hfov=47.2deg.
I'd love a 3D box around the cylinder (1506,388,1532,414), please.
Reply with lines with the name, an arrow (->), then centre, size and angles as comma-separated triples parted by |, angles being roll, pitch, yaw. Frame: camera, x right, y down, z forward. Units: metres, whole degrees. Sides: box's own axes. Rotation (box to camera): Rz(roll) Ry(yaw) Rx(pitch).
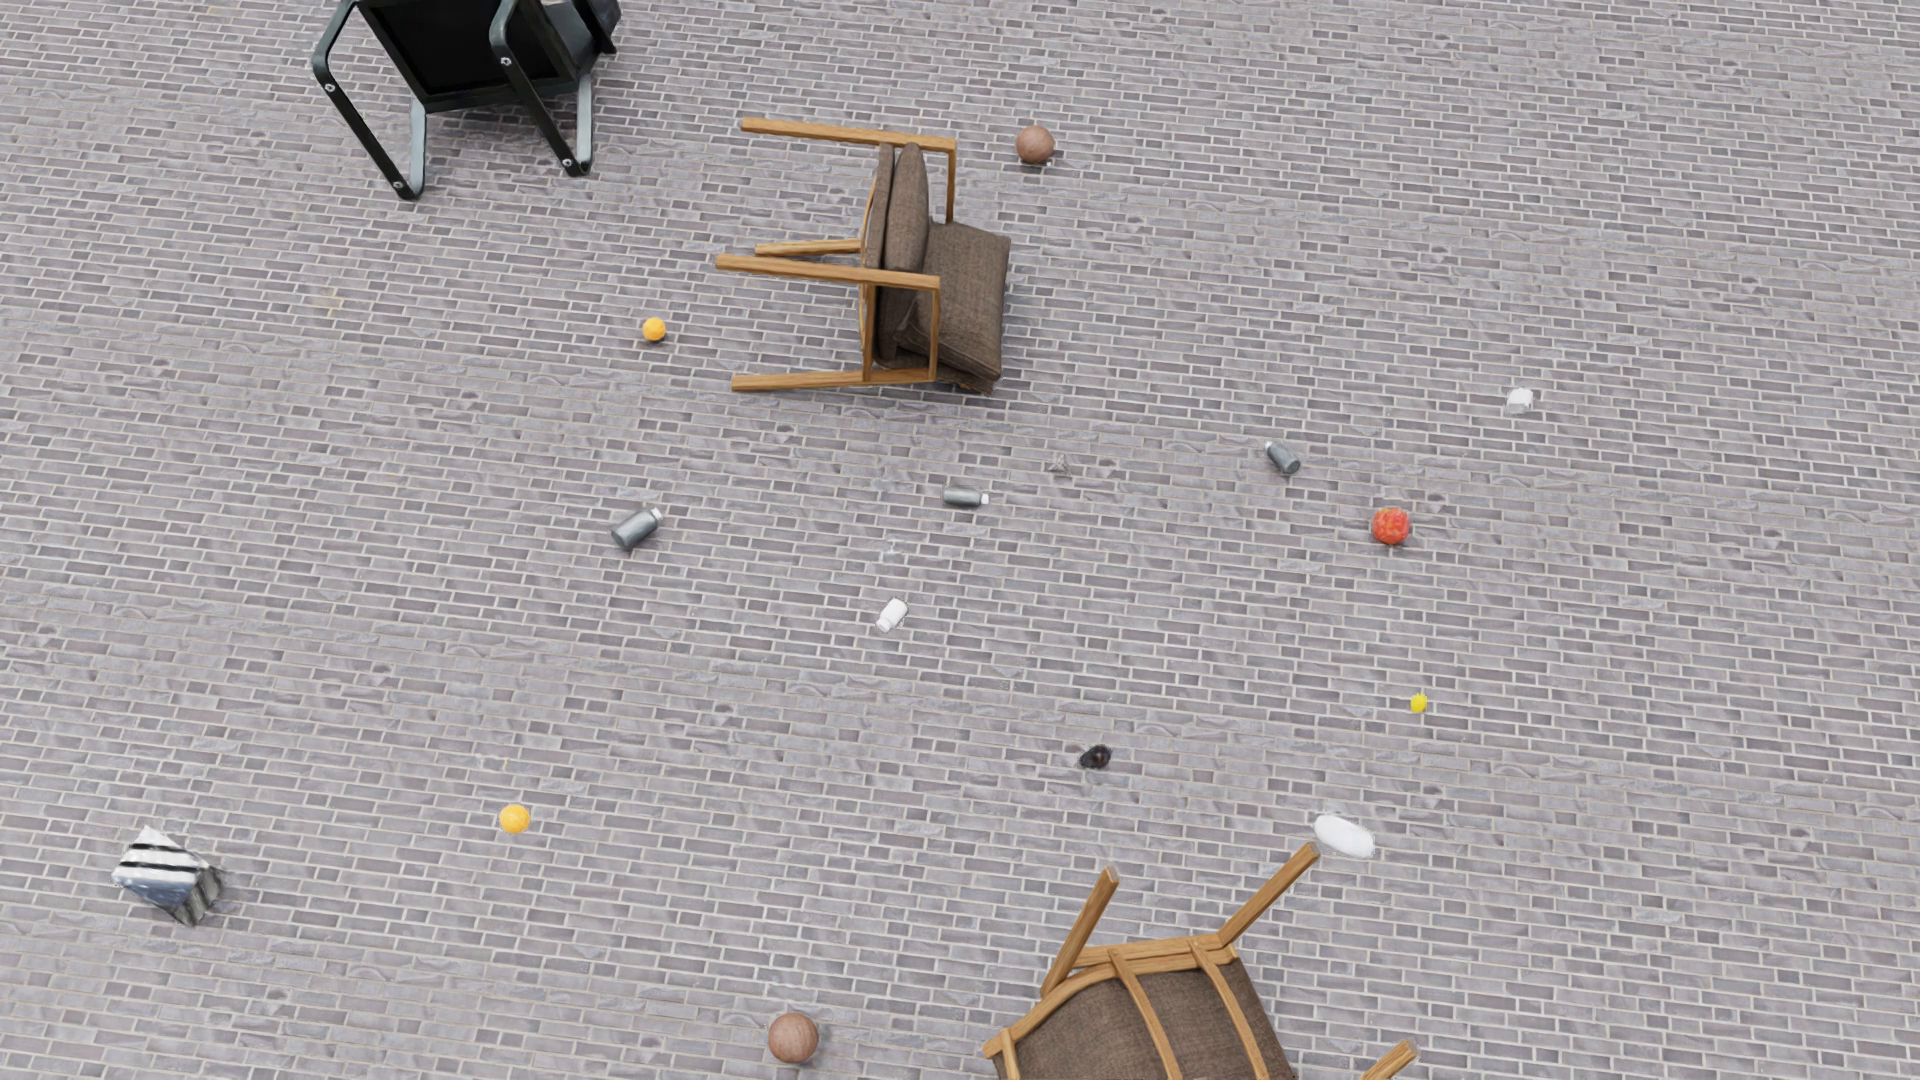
cylinder -> 1.735, -0.431, 6.827 | 0.075, 0.050, 0.060 | -6, 47, 41

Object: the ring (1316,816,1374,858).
ring -> 0.932, 0.719, 5.339 | 0.087, 0.061, 0.188 | 10, 8, -35

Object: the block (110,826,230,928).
block -> -2.110, 0.900, 5.873 | 0.221, 0.131, 0.162 | 26, 72, 16

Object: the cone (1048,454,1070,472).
cone -> 0.293, -0.224, 6.709 | 0.066, 0.050, 0.069 | -20, 36, 13
